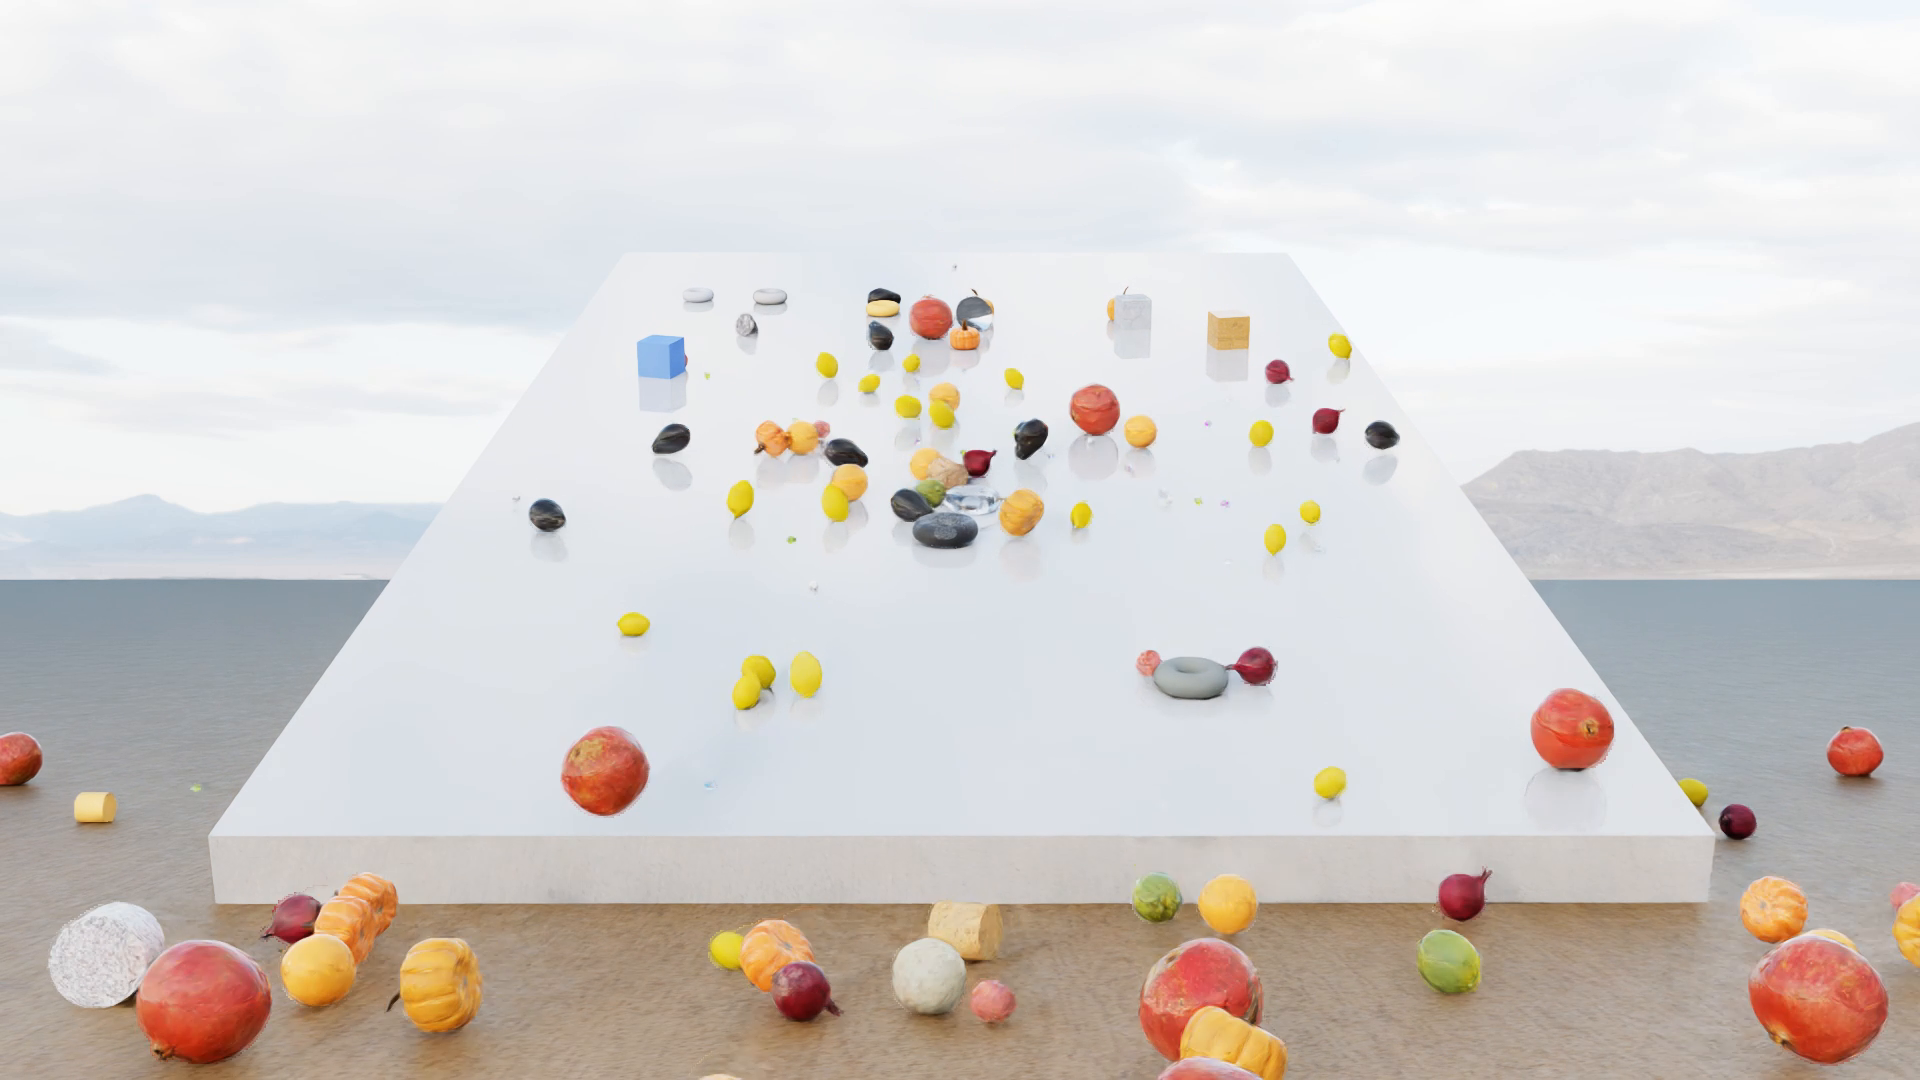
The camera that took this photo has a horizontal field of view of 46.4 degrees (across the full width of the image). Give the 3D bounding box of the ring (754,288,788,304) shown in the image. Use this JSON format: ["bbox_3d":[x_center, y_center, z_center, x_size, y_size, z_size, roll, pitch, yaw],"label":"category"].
[{"bbox_3d":[-0.517,-0.663,6.101,0.094,0.031,0.094,1,18,0],"label":"ring"}]

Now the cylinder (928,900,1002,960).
[{"bbox_3d":[0.006,0.448,2.572,0.064,0.064,0.064,0,-1,26],"label":"cylinder"}]

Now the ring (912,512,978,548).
[{"bbox_3d":[-0.027,-0.018,4.147,0.123,0.041,0.123,-1,20,0],"label":"ring"}]

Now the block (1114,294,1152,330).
[{"bbox_3d":[0.449,-0.592,5.817,0.077,0.077,0.077,-4,19,-12],"label":"block"}]

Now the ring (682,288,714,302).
[{"bbox_3d":[-0.715,-0.669,6.124,0.086,0.029,0.086,1,20,0],"label":"ring"}]

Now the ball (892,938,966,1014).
[{"bbox_3d":[-0.031,0.438,2.251,0.076,0.076,0.076,0,-1,0],"label":"ball"}]

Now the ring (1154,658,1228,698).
[{"bbox_3d":[0.357,0.212,3.459,0.115,0.038,0.115,0,17,0],"label":"ring"}]

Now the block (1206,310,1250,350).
[{"bbox_3d":[0.672,-0.527,5.614,0.082,0.082,0.082,-4,19,-12],"label":"block"}]

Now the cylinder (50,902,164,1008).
[{"bbox_3d":[-0.884,0.430,2.327,0.094,0.094,0.094,0,-1,-8],"label":"cylinder"}]

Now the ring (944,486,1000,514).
[{"bbox_3d":[0.023,-0.078,4.333,0.111,0.037,0.111,1,17,0],"label":"ring"}]

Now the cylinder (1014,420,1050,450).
[{"bbox_3d":[0.151,-0.221,4.734,0.054,0.054,0.054,13,6,30],"label":"cylinder"}]

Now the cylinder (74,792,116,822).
[{"bbox_3d":[-1.538,0.475,3.988,0.052,0.052,0.052,0,-1,5],"label":"cylinder"}]

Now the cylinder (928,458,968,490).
[{"bbox_3d":[-0.025,-0.129,4.452,0.059,0.059,0.059,1,15,-35],"label":"cylinder"}]

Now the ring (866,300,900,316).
[{"bbox_3d":[-0.205,-0.615,5.959,0.092,0.031,0.092,-1,19,0],"label":"ring"}]

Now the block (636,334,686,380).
[{"bbox_3d":[-0.711,-0.436,5.333,0.084,0.084,0.084,6,19,18],"label":"block"}]

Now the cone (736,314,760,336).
[{"bbox_3d":[-0.533,-0.543,5.747,0.061,0.061,0.061,-1,-12,34],"label":"cone"}]

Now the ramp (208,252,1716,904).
[{"bbox_3d":[-0.004,-0.191,4.888,2.000,0.100,4.000,0,18,0],"label":"ramp"}]
